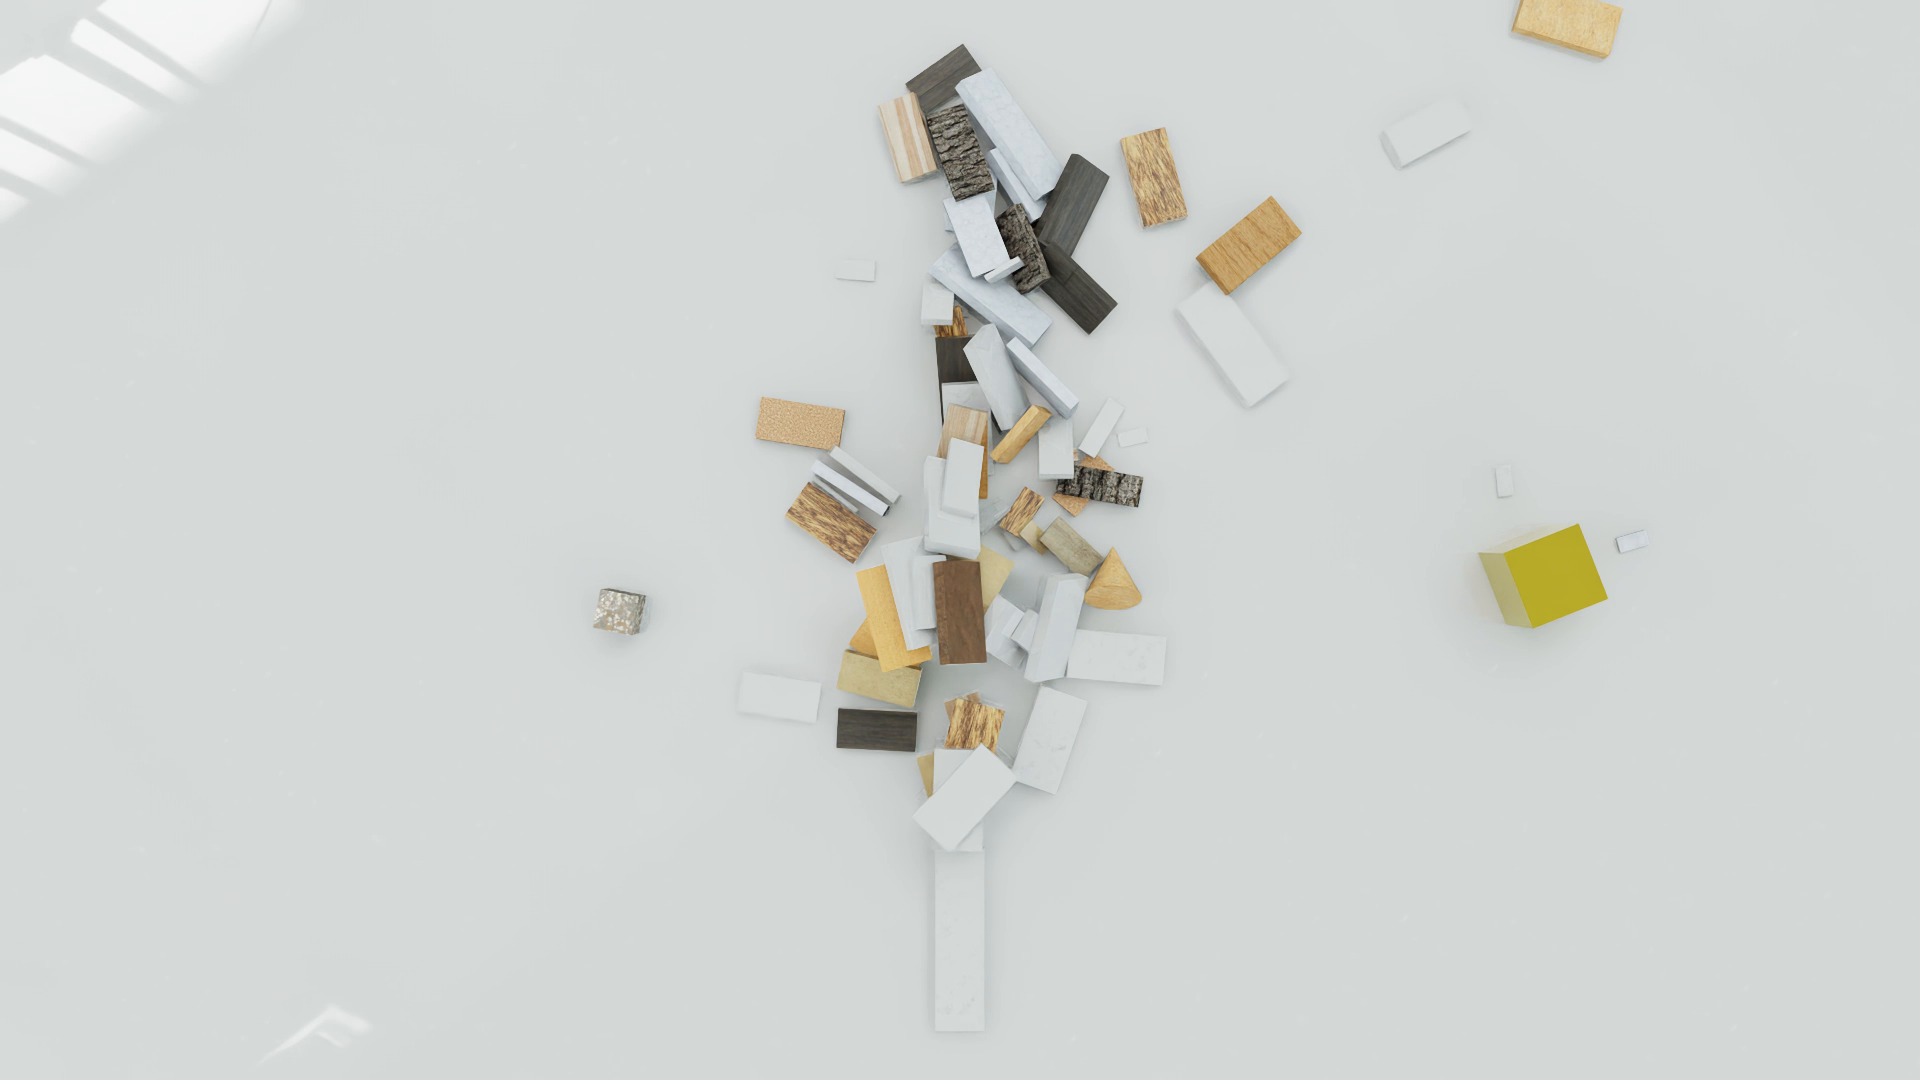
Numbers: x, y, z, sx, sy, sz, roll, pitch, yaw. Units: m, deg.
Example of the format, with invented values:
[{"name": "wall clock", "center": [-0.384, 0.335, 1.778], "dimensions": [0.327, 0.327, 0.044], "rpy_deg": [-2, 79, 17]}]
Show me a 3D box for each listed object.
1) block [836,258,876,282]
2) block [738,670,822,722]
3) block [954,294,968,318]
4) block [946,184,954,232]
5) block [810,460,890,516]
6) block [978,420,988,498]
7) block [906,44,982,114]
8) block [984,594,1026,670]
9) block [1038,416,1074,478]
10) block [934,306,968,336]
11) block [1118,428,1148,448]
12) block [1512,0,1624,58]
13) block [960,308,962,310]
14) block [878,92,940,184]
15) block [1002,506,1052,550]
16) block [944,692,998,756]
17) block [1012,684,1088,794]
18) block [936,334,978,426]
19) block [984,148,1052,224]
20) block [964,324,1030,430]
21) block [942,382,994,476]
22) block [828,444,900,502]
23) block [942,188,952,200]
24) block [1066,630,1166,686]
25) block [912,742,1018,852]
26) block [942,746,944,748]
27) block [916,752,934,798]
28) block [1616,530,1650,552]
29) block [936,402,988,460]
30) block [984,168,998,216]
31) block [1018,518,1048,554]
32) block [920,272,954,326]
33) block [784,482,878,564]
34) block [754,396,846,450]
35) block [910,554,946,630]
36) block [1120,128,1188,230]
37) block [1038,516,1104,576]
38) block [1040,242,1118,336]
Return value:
[{"name": "block", "center": [-0.348, -0.898, 5.491], "dimensions": [0.127, 0.018, 0.063], "rpy_deg": [5, 90, 0]}, {"name": "block", "center": [-0.599, 0.521, 5.481], "dimensions": [0.263, 0.037, 0.131], "rpy_deg": [9, 90, 0]}, {"name": "block", "center": [-0.010, -0.813, 5.490], "dimensions": [0.071, 0.020, 0.142], "rpy_deg": [-2, 90, 0]}, {"name": "block", "center": [0.019, -1.141, 5.483], "dimensions": [0.117, 0.033, 0.235], "rpy_deg": [5, 90, 0]}, {"name": "block", "center": [-0.360, -0.170, 5.430], "dimensions": [0.278, 0.139, 0.039], "rpy_deg": [33, 90, 0]}, {"name": "block", "center": [0.025, -0.265, 5.421], "dimensions": [0.130, 0.037, 0.260], "rpy_deg": [-1, 108, -1]}, {"name": "block", "center": [-0.053, -1.531, 5.483], "dimensions": [0.235, 0.033, 0.117], "rpy_deg": [-35, 90, 0]}, {"name": "block", "center": [0.152, 0.301, 5.335], "dimensions": [0.047, 0.335, 0.167], "rpy_deg": [29, 86, 27]}, {"name": "block", "center": [0.316, -0.307, 5.435], "dimensions": [0.111, 0.031, 0.221], "rpy_deg": [0, 63, 0]}, {"name": "block", "center": [-0.020, -0.663, 5.452], "dimensions": [0.101, 0.029, 0.203], "rpy_deg": [-16, 107, 2]}, {"name": "block", "center": [0.576, -0.342, 5.493], "dimensions": [0.095, 0.014, 0.048], "rpy_deg": [-13, 90, 0]}, {"name": "block", "center": [2.016, -1.727, 5.477], "dimensions": [0.324, 0.046, 0.162], "rpy_deg": [17, 90, 0]}, {"name": "block", "center": [-0.020, -0.694, 5.478], "dimensions": [0.071, 0.020, 0.142], "rpy_deg": [-9, 100, 0]}, {"name": "block", "center": [-0.171, -1.331, 5.464], "dimensions": [0.132, 0.037, 0.265], "rpy_deg": [-17, 90, 16]}, {"name": "block", "center": [0.228, -0.041, 5.489], "dimensions": [0.156, 0.022, 0.078], "rpy_deg": [-35, 90, 0]}, {"name": "block", "center": [0.039, 0.634, 5.449], "dimensions": [0.121, 0.034, 0.241], "rpy_deg": [-17, 90, 0]}, {"name": "block", "center": [0.293, 0.662, 5.477], "dimensions": [0.163, 0.046, 0.326], "rpy_deg": [19, 90, 0]}, {"name": "block", "center": [0.008, -0.517, 5.429], "dimensions": [0.155, 0.044, 0.310], "rpy_deg": [-5, 108, 0]}, {"name": "block", "center": [0.206, -1.182, 5.445], "dimensions": [0.134, 0.038, 0.268], "rpy_deg": [-32, 90, -37]}, {"name": "block", "center": [0.123, -0.531, 5.368], "dimensions": [0.044, 0.155, 0.310], "rpy_deg": [-7, 121, 35]}, {"name": "block", "center": [0.026, -0.365, 5.432], "dimensions": [0.155, 0.044, 0.310], "rpy_deg": [-3, 108, 0]}, {"name": "block", "center": [-0.317, -0.219, 5.414], "dimensions": [0.260, 0.130, 0.037], "rpy_deg": [37, 90, -10]}, {"name": "block", "center": [0.000, -1.091, 5.423], "dimensions": [0.071, 0.020, 0.142], "rpy_deg": [-21, 90, 0]}, {"name": "block", "center": [0.519, 0.389, 5.477], "dimensions": [0.318, 0.045, 0.159], "rpy_deg": [5, 90, 0]}, {"name": "block", "center": [0.018, 0.828, 5.316], "dimensions": [0.163, 0.046, 0.326], "rpy_deg": [43, 90, 0]}, {"name": "block", "center": [0.006, 0.802, 5.483], "dimensions": [0.121, 0.034, 0.241], "rpy_deg": [-3, 90, 0]}, {"name": "block", "center": [-0.052, 0.818, 5.449], "dimensions": [0.121, 0.034, 0.241], "rpy_deg": [-16, 90, 0]}, {"name": "block", "center": [2.239, 0.004, 5.493], "dimensions": [0.101, 0.014, 0.050], "rpy_deg": [-16, 90, 0]}, {"name": "block", "center": [-0.003, -0.306, 5.369], "dimensions": [0.130, 0.037, 0.260], "rpy_deg": [13, 107, -5]}, {"name": "block", "center": [0.056, -1.109, 5.450], "dimensions": [0.117, 0.033, 0.235], "rpy_deg": [6, 90, 0]}, {"name": "block", "center": [0.251, -0.010, 5.461], "dimensions": [0.062, 0.017, 0.123], "rpy_deg": [-48, 120, -1]}, {"name": "block", "center": [-0.071, -0.793, 5.413], "dimensions": [0.101, 0.029, 0.203], "rpy_deg": [2, 57, 2]}, {"name": "block", "center": [-0.428, -0.056, 5.480], "dimensions": [0.278, 0.039, 0.139], "rpy_deg": [35, 90, 0]}, {"name": "block", "center": [-0.531, -0.385, 5.480], "dimensions": [0.278, 0.039, 0.139], "rpy_deg": [9, 90, 0]}, {"name": "block", "center": [-0.091, 0.162, 5.118], "dimensions": [0.112, 0.032, 0.224], "rpy_deg": [-3, 84, -30]}, {"name": "block", "center": [0.643, -1.202, 5.479], "dimensions": [0.151, 0.043, 0.302], "rpy_deg": [-15, 90, 0]}, {"name": "block", "center": [0.367, 0.027, 5.463], "dimensions": [0.204, 0.029, 0.102], "rpy_deg": [43, 90, -13]}, {"name": "block", "center": [0.367, -0.829, 5.430], "dimensions": [0.297, 0.149, 0.042], "rpy_deg": [44, 50, 0]}]
